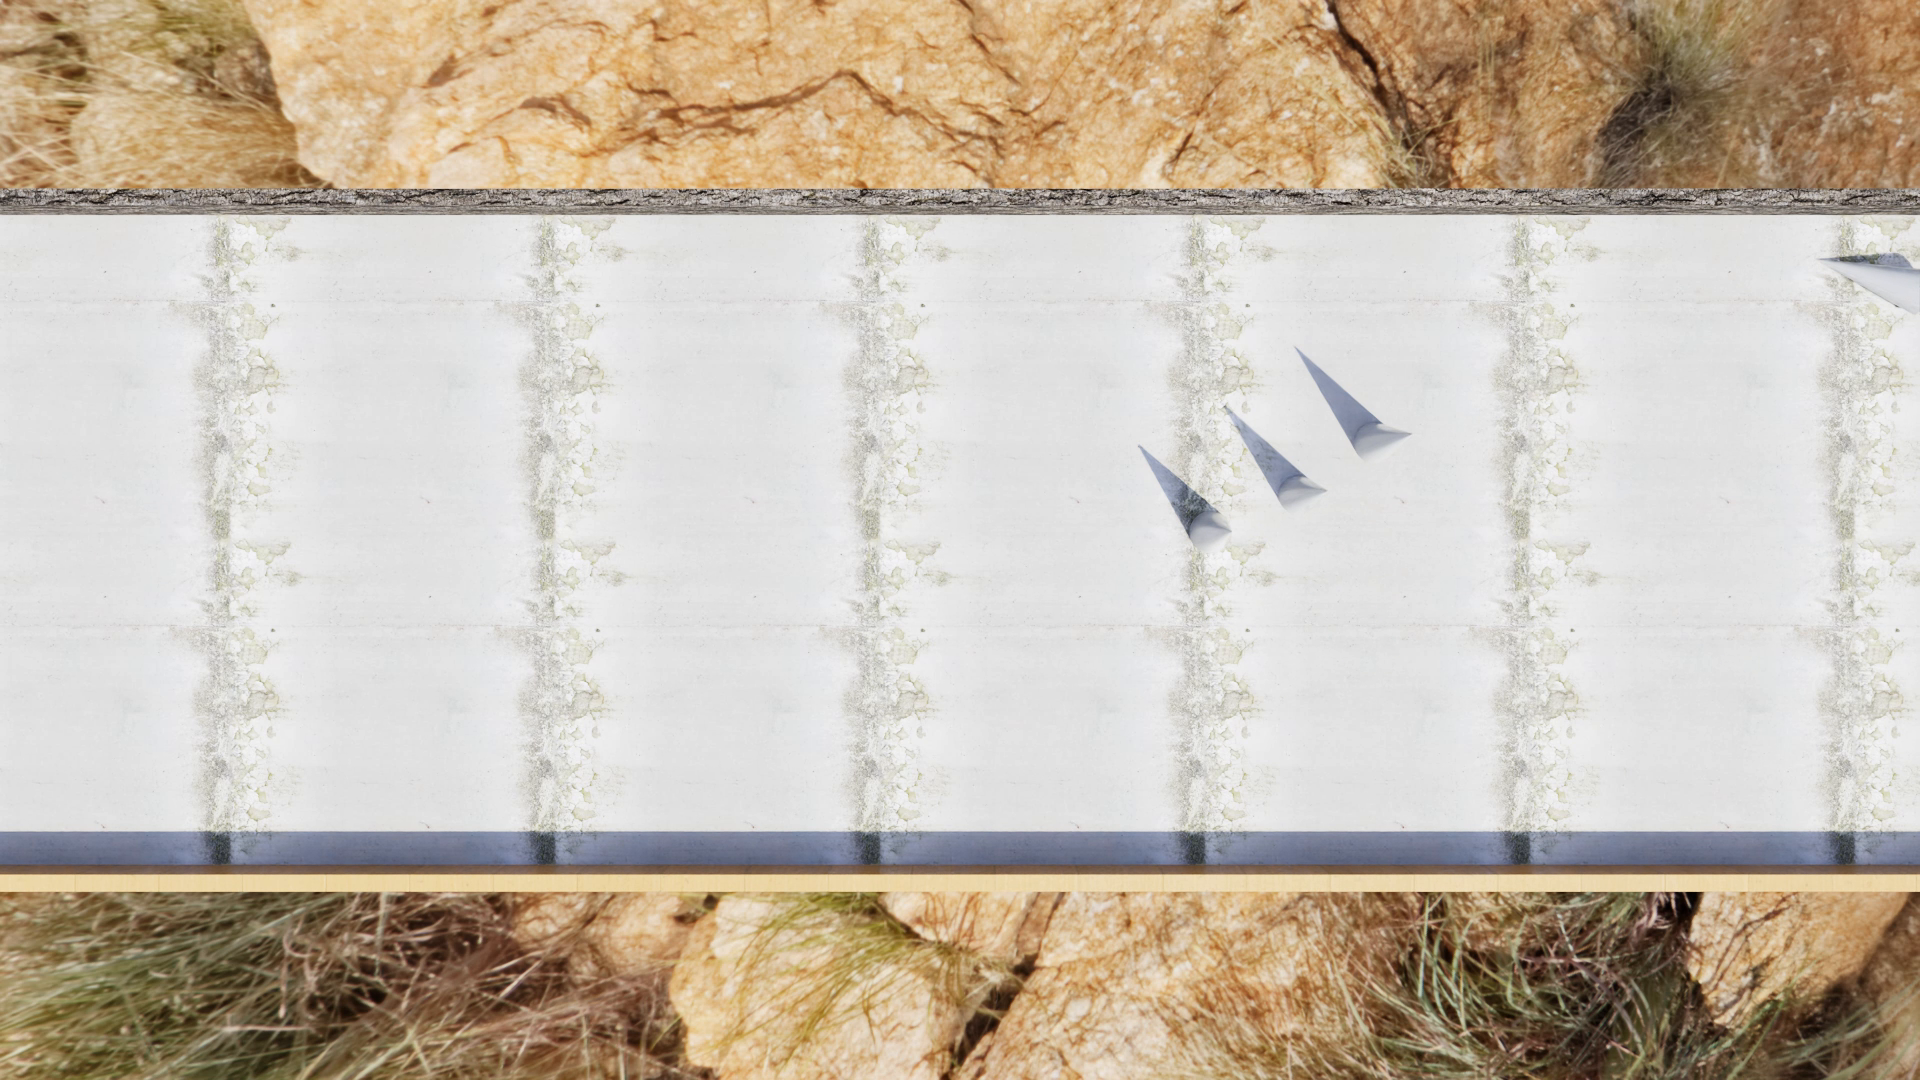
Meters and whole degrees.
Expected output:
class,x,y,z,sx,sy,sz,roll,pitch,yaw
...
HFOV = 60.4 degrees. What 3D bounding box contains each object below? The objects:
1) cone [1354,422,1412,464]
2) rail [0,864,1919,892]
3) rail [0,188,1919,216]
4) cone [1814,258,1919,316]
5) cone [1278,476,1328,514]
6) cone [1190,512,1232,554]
class,x,y,z,sx,sy,sz,roll,pitch,yaw
cone,1.275,-0.299,4.857,0.126,0.439,0.126,0,90,0
rail,-2.247,1.025,5.001,12.000,0.150,0.050,0,90,0
rail,-2.247,-1.025,5.002,12.000,0.150,0.050,0,90,0
cone,2.778,-0.809,5.042,0.329,0.143,0.143,21,90,12
cone,1.040,-0.139,4.865,0.120,0.423,0.120,0,90,0
cone,0.772,-0.024,4.875,0.132,0.403,0.132,0,90,0
